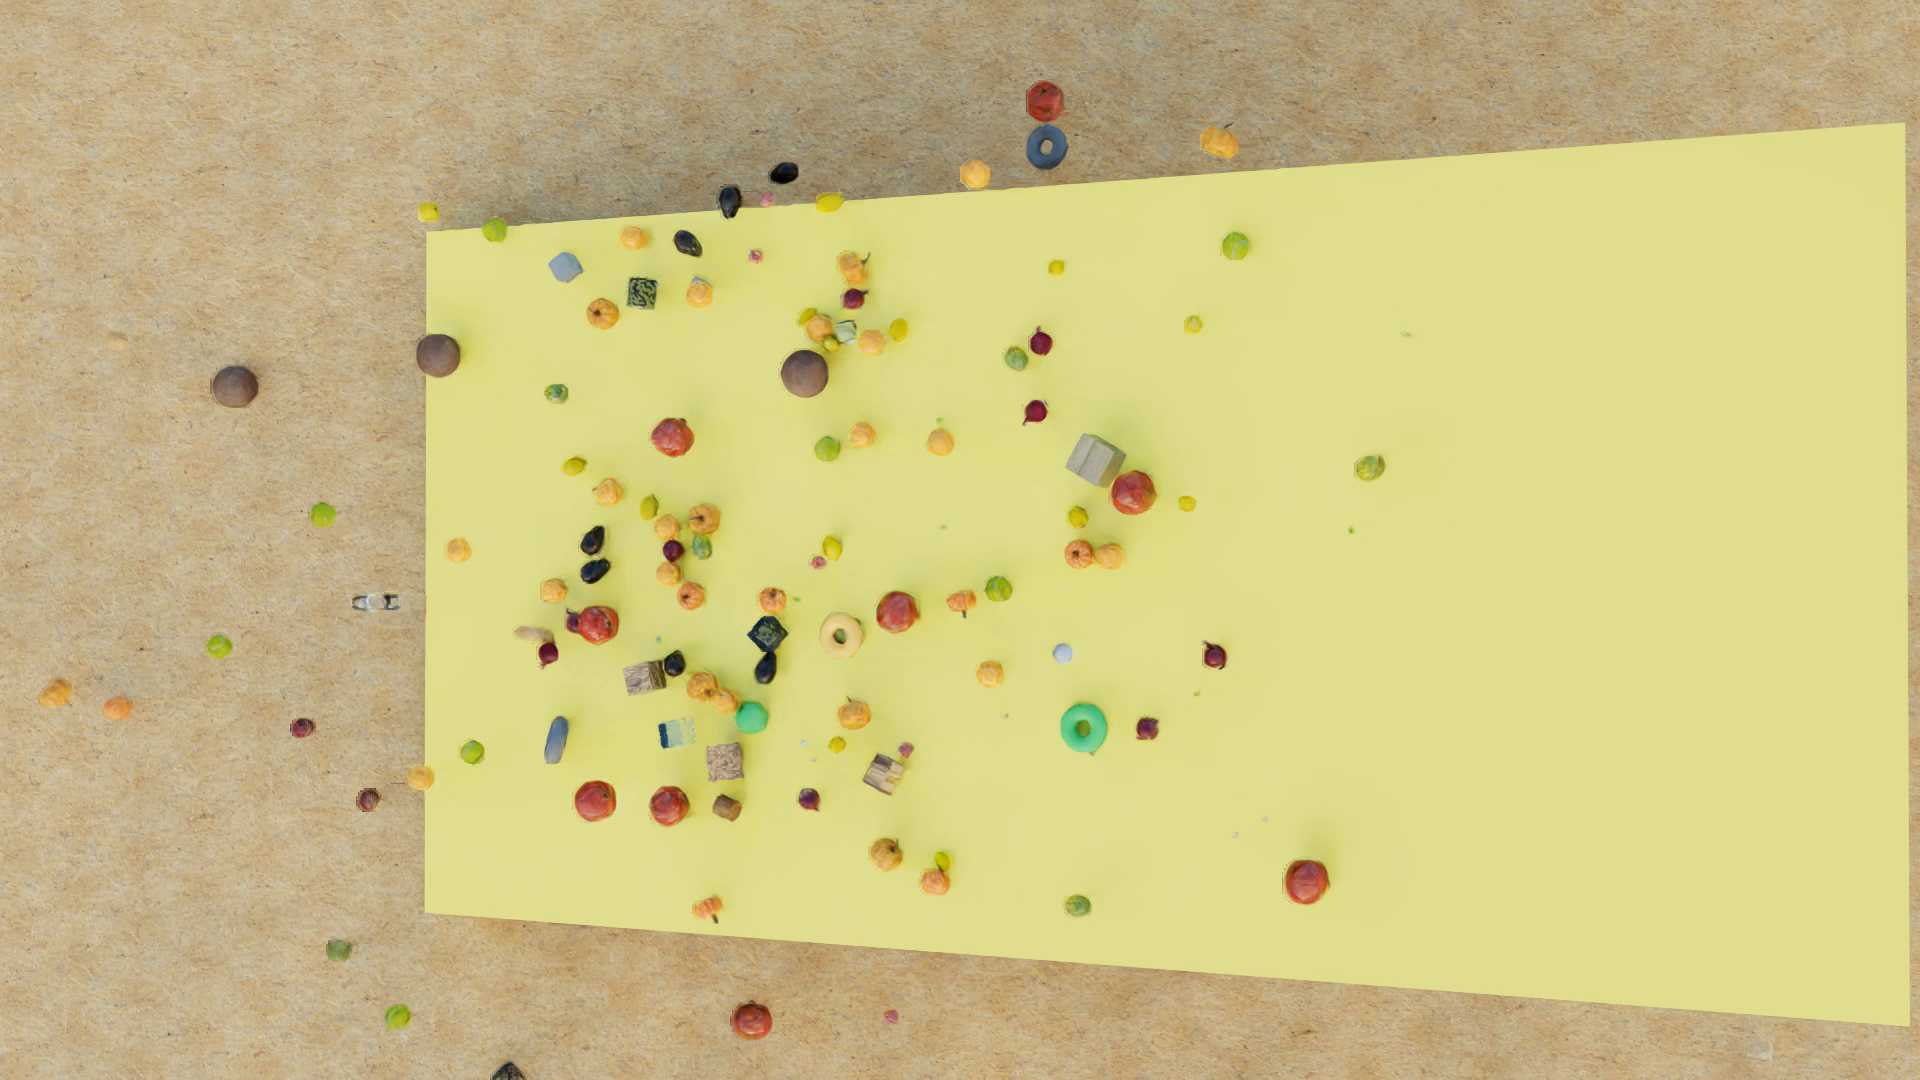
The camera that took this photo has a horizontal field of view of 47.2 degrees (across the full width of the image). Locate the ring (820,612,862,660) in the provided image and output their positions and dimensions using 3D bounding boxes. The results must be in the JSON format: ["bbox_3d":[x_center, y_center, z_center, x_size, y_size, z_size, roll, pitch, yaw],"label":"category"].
[{"bbox_3d":[-0.319,0.258,5.894,0.126,0.042,0.126,0,89,22],"label":"ring"}]

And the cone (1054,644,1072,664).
[{"bbox_3d":[0.254,0.292,5.637,0.054,0.054,0.054,0,89,24],"label":"cone"}]

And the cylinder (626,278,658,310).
[{"bbox_3d":[-0.886,-0.686,6.127,0.078,0.078,0.078,7,90,0],"label":"cylinder"}]

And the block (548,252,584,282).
[{"bbox_3d":[-1.120,-0.775,6.245,0.060,0.060,0.060,-34,77,20],"label":"block"}]

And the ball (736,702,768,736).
[{"bbox_3d":[-0.566,0.485,5.973,0.089,0.089,0.089,0,89,0],"label":"ball"}]

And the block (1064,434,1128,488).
[{"bbox_3d":[0.345,-0.201,5.579,0.099,0.099,0.099,32,102,21],"label":"block"}]

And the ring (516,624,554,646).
[{"bbox_3d":[-1.205,0.269,6.239,0.114,0.114,0.038,19,71,0],"label":"ring"}]

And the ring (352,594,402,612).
[{"bbox_3d":[-1.702,0.183,6.423,0.145,0.145,0.048,-2,89,0],"label":"ring"}]

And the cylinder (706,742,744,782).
[{"bbox_3d":[-0.642,0.606,5.997,0.095,0.095,0.095,-7,83,0],"label":"cylinder"}]

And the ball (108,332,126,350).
[{"bbox_3d":[-2.506,-0.591,6.537,0.054,0.054,0.054,0,89,0],"label":"ball"}]

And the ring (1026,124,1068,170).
[{"bbox_3d":[0.233,-1.055,5.912,0.123,0.041,0.123,0,90,30],"label":"ring"}]

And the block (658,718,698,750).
[{"bbox_3d":[-0.780,0.534,6.075,0.072,0.072,0.072,-12,85,23],"label":"block"}]

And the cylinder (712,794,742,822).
[{"bbox_3d":[-0.637,0.733,6.016,0.058,0.058,0.058,19,89,26],"label":"cylinder"}]

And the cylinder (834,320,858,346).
[{"bbox_3d":[-0.304,-0.556,5.886,0.054,0.054,0.054,-19,109,0],"label":"cylinder"}]

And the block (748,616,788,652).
[{"bbox_3d":[-0.521,0.255,5.968,0.067,0.067,0.067,47,106,17],"label":"block"}]

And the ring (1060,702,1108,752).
[{"bbox_3d":[0.316,0.479,5.614,0.128,0.043,0.128,0,91,24],"label":"ring"}]

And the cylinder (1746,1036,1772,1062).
[{"bbox_3d":[1.932,1.230,5.317,0.057,0.057,0.057,2,89,24],"label":"cylinder"}]

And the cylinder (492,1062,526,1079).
[{"bbox_3d":[-1.327,1.592,6.488,0.072,0.072,0.072,-46,73,0],"label":"cylinder"}]

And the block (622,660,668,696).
[{"bbox_3d":[-0.876,0.385,6.114,0.080,0.080,0.080,-16,83,23],"label":"block"}]

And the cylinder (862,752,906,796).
[{"bbox_3d":[-0.200,0.617,5.798,0.087,0.087,0.087,28,86,0],"label":"cylinder"}]

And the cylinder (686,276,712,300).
[{"bbox_3d":[-0.720,-0.695,6.071,0.052,0.052,0.052,25,96,0],"label":"cylinder"}]

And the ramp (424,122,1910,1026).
[{"bbox_3d":[0.283,0.084,5.711,4.000,0.100,2.000,0,89,24],"label":"ramp"}]
